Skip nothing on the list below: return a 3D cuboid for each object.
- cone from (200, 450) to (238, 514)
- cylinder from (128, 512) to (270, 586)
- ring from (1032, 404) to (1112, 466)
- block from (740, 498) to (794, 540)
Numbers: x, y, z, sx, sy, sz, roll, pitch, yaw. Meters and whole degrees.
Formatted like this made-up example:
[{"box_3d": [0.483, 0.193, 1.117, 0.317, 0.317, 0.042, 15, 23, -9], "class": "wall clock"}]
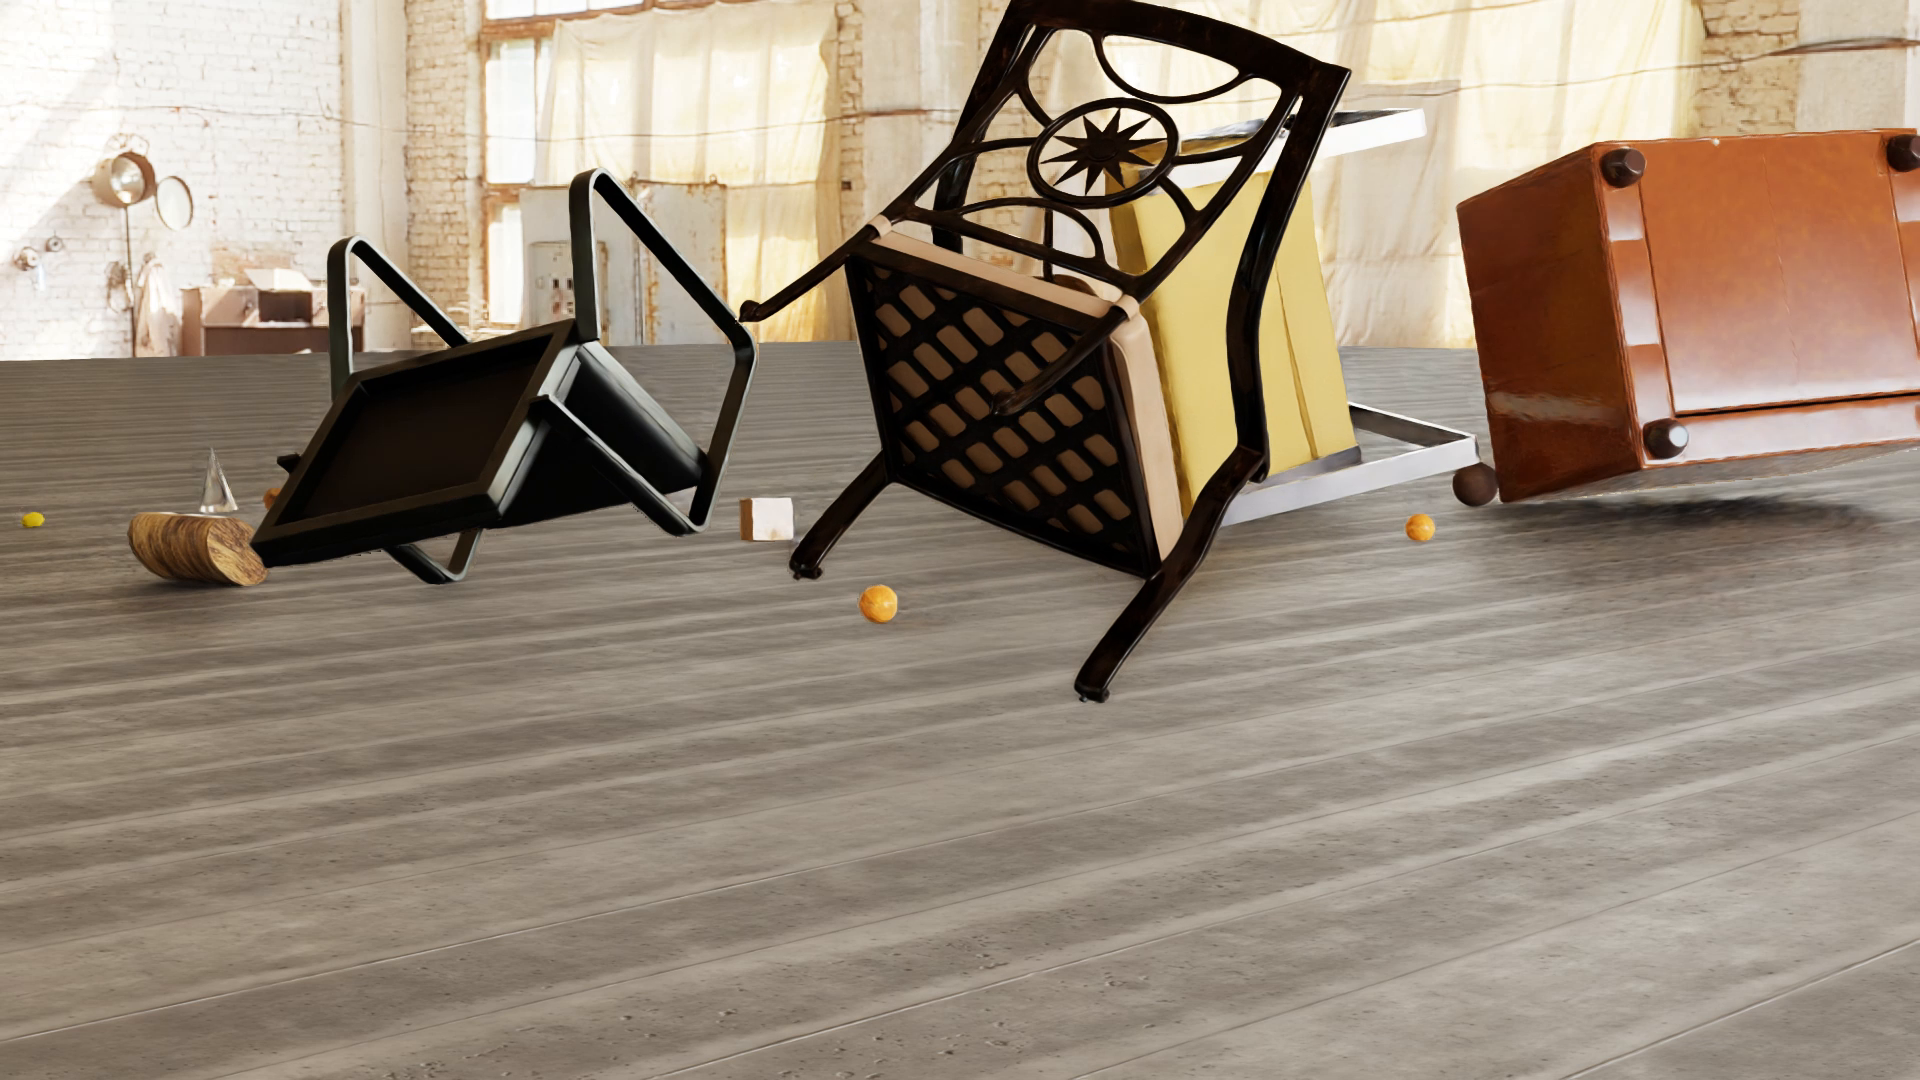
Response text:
[{"box_3d": [-2.081, -0.173, 7.165, 0.111, 0.182, 0.094, 3, 12, 26], "class": "cone"}, {"box_3d": [-1.631, 0.018, 5.498, 0.247, 0.123, 0.192, 4, -31, 32], "class": "cylinder"}, {"box_3d": [0.386, -0.360, 8.824, 0.286, 0.123, 0.311, 1, 31, 46], "class": "ring"}, {"box_3d": [-0.480, -0.052, 6.374, 0.105, 0.103, 0.085, -3, 1, -25], "class": "block"}]
